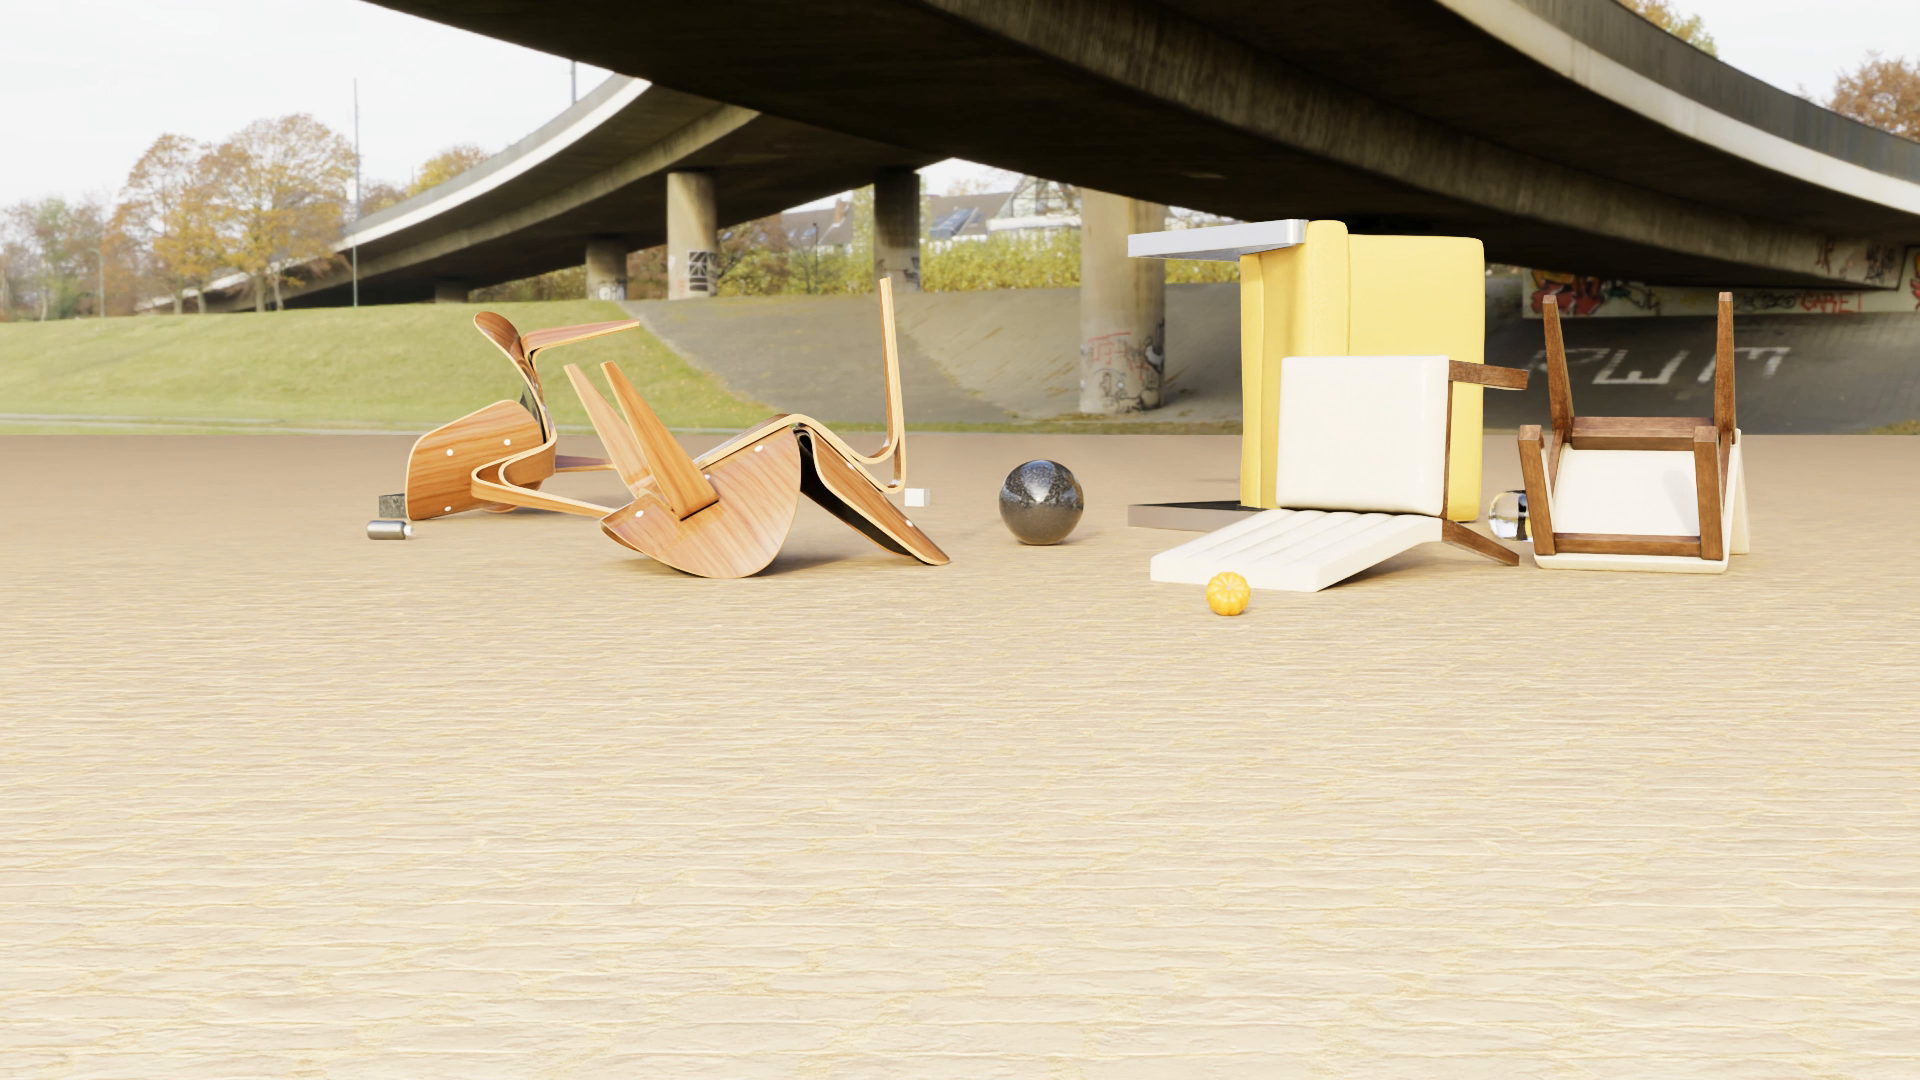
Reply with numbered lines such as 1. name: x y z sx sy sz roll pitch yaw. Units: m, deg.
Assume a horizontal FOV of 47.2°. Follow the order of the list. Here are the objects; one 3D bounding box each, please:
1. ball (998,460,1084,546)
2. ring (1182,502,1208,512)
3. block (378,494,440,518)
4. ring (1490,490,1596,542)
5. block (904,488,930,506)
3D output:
1. ball: 0.233 -0.108 6.313 0.248 0.248 0.248 0 4 0
2. ring: 0.854 -0.117 7.995 0.101 0.036 0.053 1 6 25
3. block: -1.937 -0.120 7.736 0.144 0.077 0.178 1 4 12
4. ring: 1.740 -0.072 6.567 0.314 0.145 0.280 0 5 9
5. block: -0.163 -0.166 8.489 0.075 0.066 0.084 1 4 17
